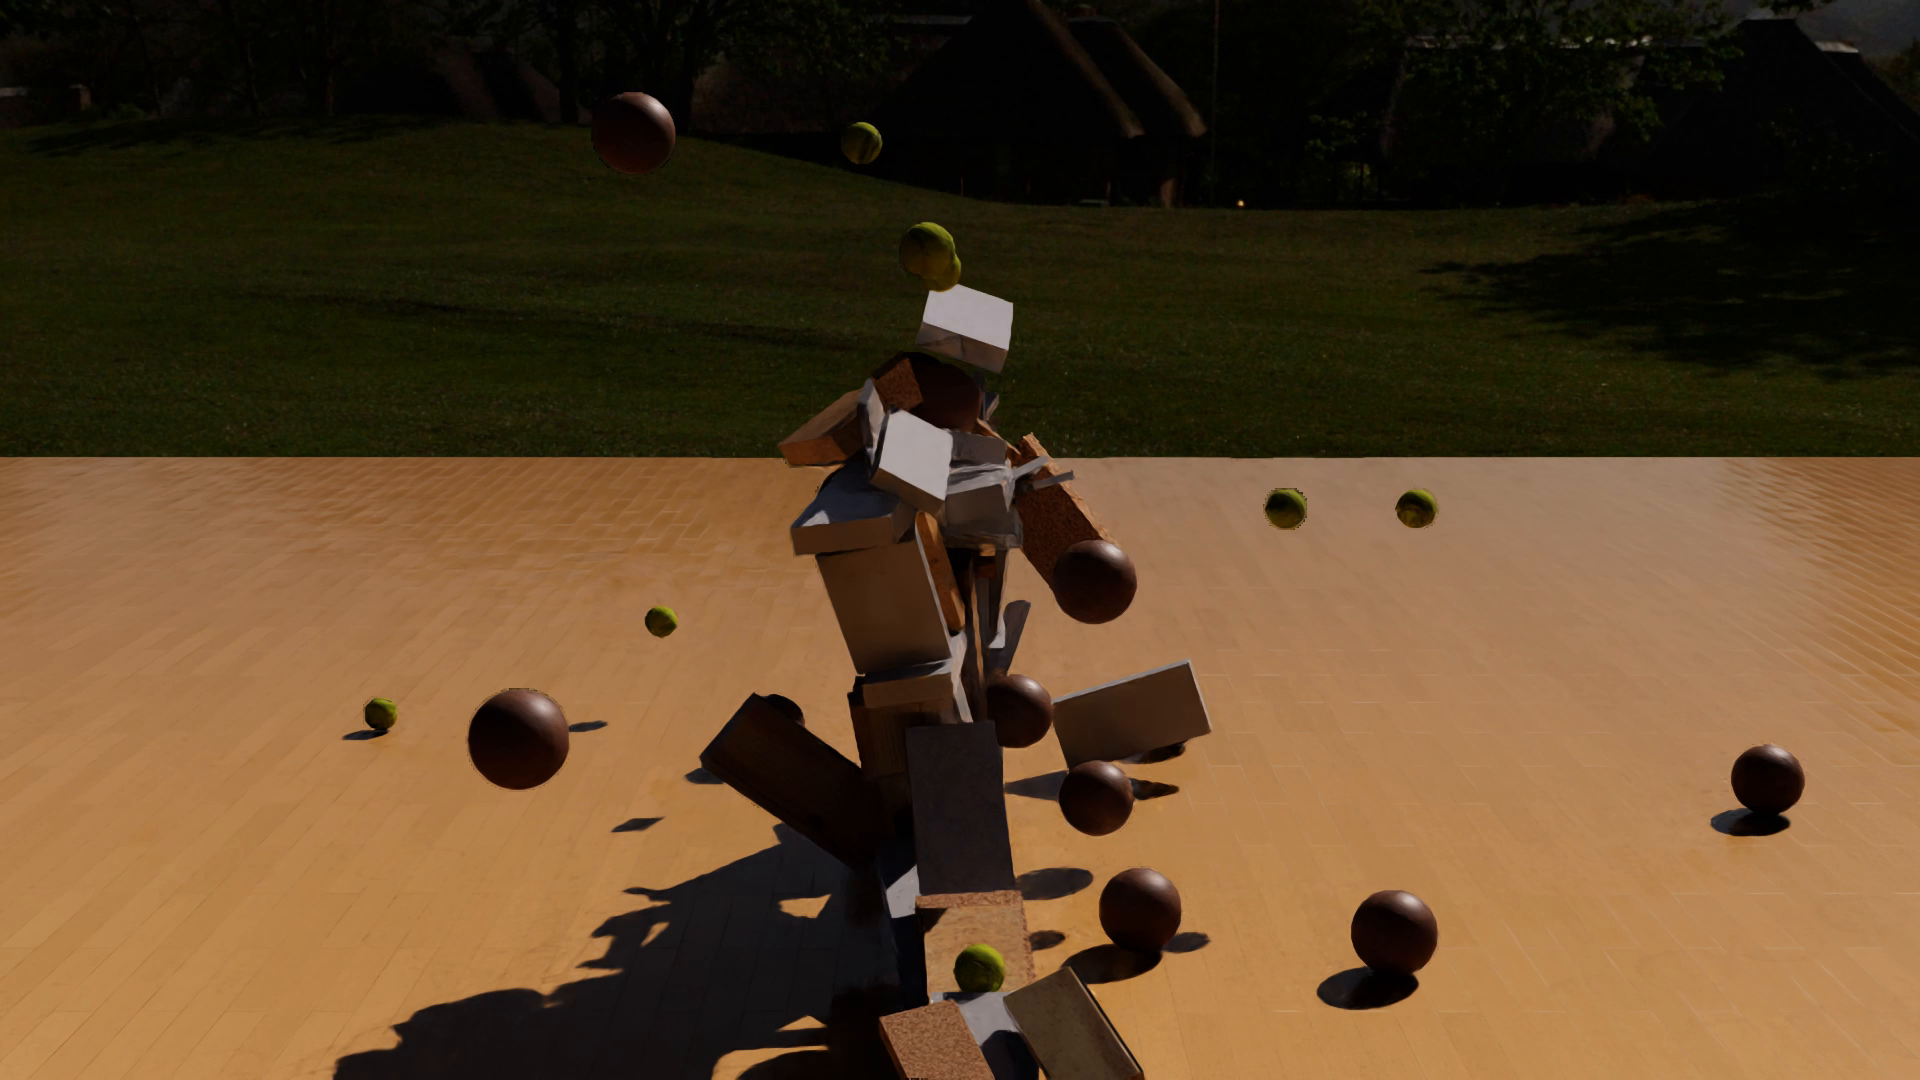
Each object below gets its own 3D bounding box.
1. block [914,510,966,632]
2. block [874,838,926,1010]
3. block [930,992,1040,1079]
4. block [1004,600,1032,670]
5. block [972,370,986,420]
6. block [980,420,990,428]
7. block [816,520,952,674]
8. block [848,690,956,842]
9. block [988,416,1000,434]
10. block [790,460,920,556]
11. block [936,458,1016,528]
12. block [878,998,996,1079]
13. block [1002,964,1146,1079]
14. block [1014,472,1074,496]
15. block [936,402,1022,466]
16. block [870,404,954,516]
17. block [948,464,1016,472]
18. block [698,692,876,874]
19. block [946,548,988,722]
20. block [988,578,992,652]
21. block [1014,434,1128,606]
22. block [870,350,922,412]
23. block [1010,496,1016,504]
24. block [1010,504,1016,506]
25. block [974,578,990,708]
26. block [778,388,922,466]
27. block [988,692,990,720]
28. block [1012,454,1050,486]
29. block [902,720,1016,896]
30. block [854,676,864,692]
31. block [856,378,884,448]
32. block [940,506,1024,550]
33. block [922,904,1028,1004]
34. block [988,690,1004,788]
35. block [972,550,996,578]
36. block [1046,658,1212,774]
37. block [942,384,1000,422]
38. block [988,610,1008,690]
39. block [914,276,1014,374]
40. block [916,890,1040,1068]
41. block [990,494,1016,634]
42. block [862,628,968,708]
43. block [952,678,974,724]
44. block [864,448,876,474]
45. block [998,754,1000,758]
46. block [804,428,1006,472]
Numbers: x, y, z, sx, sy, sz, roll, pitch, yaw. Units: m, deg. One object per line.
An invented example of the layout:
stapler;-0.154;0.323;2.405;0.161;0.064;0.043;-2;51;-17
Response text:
block;-0.092;0.038;3.333;0.144;0.288;0.041;-4;50;12
block;-0.021;0.575;3.208;0.153;0.043;0.405;-5;30;-8
block;0.031;0.683;2.790;0.136;0.039;0.273;0;32;-1
block;0.101;0.201;4.603;0.022;0.152;0.076;26;-19;-20
block;0.033;-0.231;4.043;0.022;0.152;0.076;3;-9;2
block;-0.009;-0.154;3.924;0.072;0.021;0.145;-28;-16;-46
block;-0.108;0.085;3.178;0.144;0.288;0.041;-10;51;4
block;-0.071;0.362;3.386;0.153;0.307;0.043;-11;28;-3
block;0.053;-0.158;4.030;0.018;0.127;0.063;10;-34;0
block;-0.128;-0.054;3.117;0.144;0.041;0.288;-6;18;16
block;-0.002;-0.071;3.469;0.161;0.046;0.321;-12;8;5
block;-0.017;0.669;2.749;0.102;0.029;0.221;-11;34;-17
block;0.142;0.631;2.769;0.102;0.029;0.203;-24;38;-12
block;0.145;-0.098;3.803;0.101;0.014;0.050;-16;1;-41
block;0.027;-0.163;3.769;0.145;0.072;0.021;37;16;-16
block;-0.067;-0.113;3.088;0.102;0.029;0.203;27;27;-11
block;0.026;-0.135;3.844;0.145;0.021;0.072;-1;50;-28
block;-0.236;0.381;3.423;0.329;0.132;0.037;38;4;-25
block;-0.049;0.174;3.564;0.161;0.432;0.046;2;47;7
block;0.011;0.114;4.026;0.089;0.177;0.025;1;0;-1
block;0.164;-0.038;4.101;0.146;0.292;0.041;-39;-4;27
block;-0.091;-0.221;3.161;0.057;0.113;0.016;-38;62;-10
block;0.057;-0.068;3.793;0.063;0.018;0.127;-1;-5;9
block;0.049;-0.042;3.875;0.063;0.018;0.258;1;-5;-6
block;0.007;0.175;3.974;0.089;0.254;0.025;1;-1;0
block;-0.174;-0.180;3.409;0.148;0.042;0.297;-39;12;-17
block;-0.007;0.327;3.958;0.120;0.034;0.240;1;14;1
block;0.107;-0.113;3.807;0.101;0.014;0.050;-28;-14;-44
block;-0.002;0.408;3.260;0.136;0.273;0.039;-4;-23;-7
block;-0.114;0.277;3.857;0.148;0.021;0.074;2;50;6
block;-0.128;-0.175;3.207;0.016;0.113;0.057;6;46;16
block;0.022;-0.017;3.773;0.161;0.046;0.321;-2;-5;4
block;0.023;0.609;2.981;0.136;0.039;0.289;-2;32;-3
block;0.003;0.379;4.070;0.154;0.308;0.044;0;-28;0
block;0.019;0.026;3.970;0.089;0.025;0.177;-2;21;0
block;0.334;0.347;4.333;0.292;0.146;0.041;-18;8;11
block;0.006;-0.222;4.149;0.076;0.022;0.152;17;61;28
block;0.007;0.189;4.138;0.154;0.044;0.308;0;24;-1
block;0.010;-0.365;3.705;0.148;0.042;0.297;18;21;-4
block;0.026;0.609;3.057;0.153;0.043;0.307;-3;32;-5
block;0.017;0.020;4.094;0.146;0.292;0.041;9;12;11
block;-0.066;0.188;3.353;0.132;0.037;0.265;-8;14;7
block;-0.047;0.299;3.525;0.132;0.265;0.037;4;55;15
block;-0.104;-0.111;3.152;0.057;0.016;0.113;3;15;-10
block;-0.018;0.404;3.671;0.135;0.038;0.270;3;9;8
block;-0.091;-0.140;3.563;0.315;0.042;0.148;-3;-8;45
